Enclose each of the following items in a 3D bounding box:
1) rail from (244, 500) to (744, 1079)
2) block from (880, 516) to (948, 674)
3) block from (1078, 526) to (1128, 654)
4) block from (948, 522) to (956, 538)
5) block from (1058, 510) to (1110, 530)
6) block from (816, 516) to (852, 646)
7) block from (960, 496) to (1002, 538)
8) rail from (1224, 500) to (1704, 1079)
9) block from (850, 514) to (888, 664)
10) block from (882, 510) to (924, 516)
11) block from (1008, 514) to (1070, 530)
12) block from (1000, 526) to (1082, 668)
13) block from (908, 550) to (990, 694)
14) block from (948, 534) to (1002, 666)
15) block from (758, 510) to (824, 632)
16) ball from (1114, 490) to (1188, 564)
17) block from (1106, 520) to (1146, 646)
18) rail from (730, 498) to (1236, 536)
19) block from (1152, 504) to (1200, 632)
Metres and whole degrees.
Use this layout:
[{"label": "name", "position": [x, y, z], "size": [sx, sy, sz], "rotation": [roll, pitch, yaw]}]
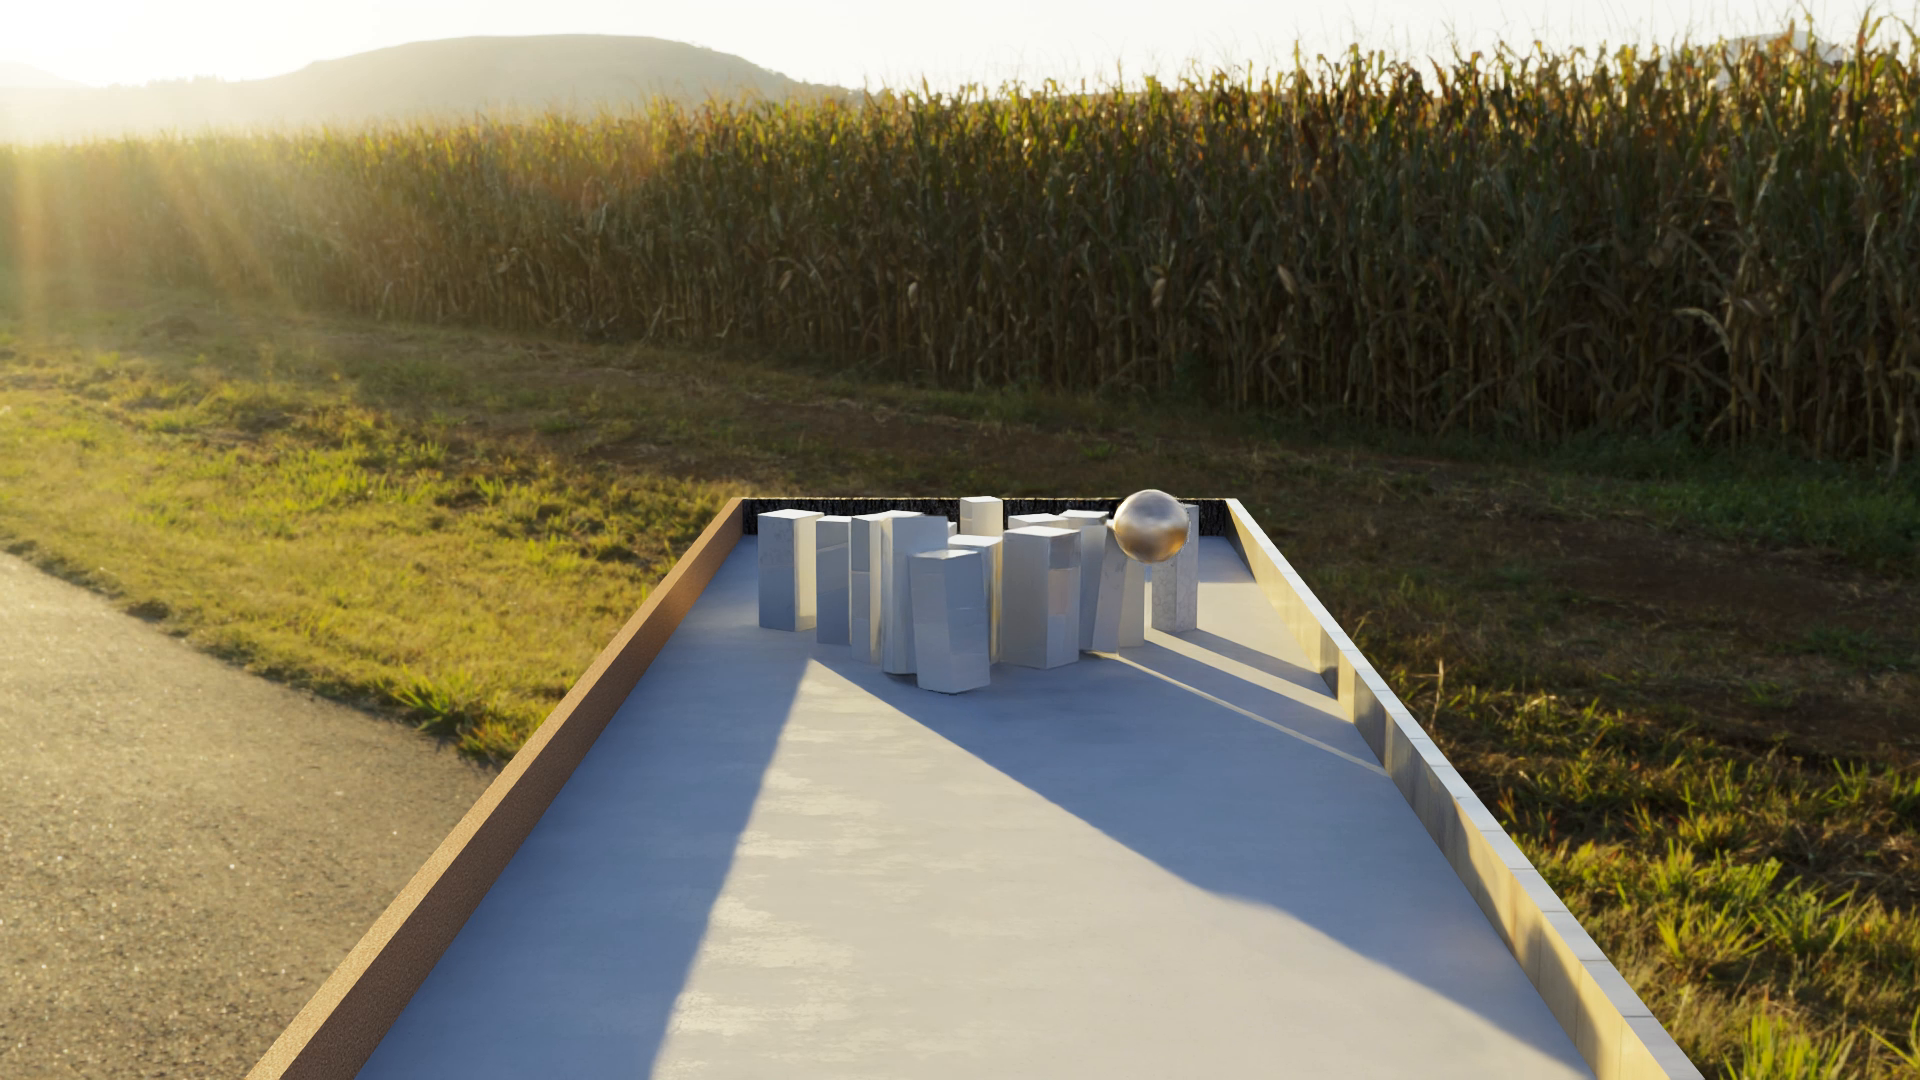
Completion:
[{"label": "rail", "position": [-1.004, 0.839, 3.234], "size": [0.050, 0.150, 12.000], "rotation": [0, 9, 1]}, {"label": "block", "position": [-0.134, 0.160, 6.469], "size": [0.167, 0.455, 0.167], "rotation": [0, 0, -14]}, {"label": "block", "position": [0.424, 0.153, 6.748], "size": [0.113, 0.380, 0.113], "rotation": [13, -8, -44]}, {"label": "block", "position": [-0.099, 0.140, 6.916], "size": [0.144, 0.379, 0.144], "rotation": [3, 9, 16]}, {"label": "block", "position": [0.401, 0.100, 7.184], "size": [0.137, 0.374, 0.137], "rotation": [3, 9, 18]}, {"label": "block", "position": [-0.385, 0.127, 6.957], "size": [0.109, 0.392, 0.109], "rotation": [3, 9, 16]}, {"label": "block", "position": [0.069, 0.076, 7.178], "size": [0.106, 0.422, 0.106], "rotation": [-3, 10, -21]}, {"label": "rail", "position": [1.046, 0.843, 3.208], "size": [0.050, 0.150, 12.000], "rotation": [0, 9, 1]}, {"label": "block", "position": [-0.257, 0.148, 6.676], "size": [0.106, 0.439, 0.106], "rotation": [-6, 11, -34]}, {"label": "block", "position": [-0.201, 0.099, 7.195], "size": [0.123, 0.372, 0.123], "rotation": [5, 10, 29]}, {"label": "block", "position": [0.248, 0.125, 6.956], "size": [0.142, 0.395, 0.142], "rotation": [-4, 10, -26]}, {"label": "block", "position": [0.244, 0.171, 6.644], "size": [0.170, 0.399, 0.170], "rotation": [7, 10, 36]}, {"label": "block", "position": [-0.030, 0.230, 6.289], "size": [0.147, 0.385, 0.147], "rotation": [-11, 10, -42]}, {"label": "block", "position": [0.038, 0.182, 6.685], "size": [0.168, 0.368, 0.168], "rotation": [4, 10, 22]}, {"label": "block", "position": [-0.551, 0.098, 7.199], "size": [0.154, 0.372, 0.154], "rotation": [6, 11, 35]}, {"label": "ball", "position": [0.578, -0.040, 6.659], "size": [0.226, 0.226, 0.226], "rotation": [0, 9, 0]}, {"label": "block", "position": [0.520, 0.134, 6.925], "size": [0.115, 0.387, 0.115], "rotation": [0, 9, 0]}, {"label": "rail", "position": [0.099, -0.098, 9.147], "size": [2.100, 0.150, 0.050], "rotation": [0, 9, 1]}, {"label": "block", "position": [0.700, 0.088, 7.163], "size": [0.106, 0.404, 0.106], "rotation": [-9, 13, -44]}]
